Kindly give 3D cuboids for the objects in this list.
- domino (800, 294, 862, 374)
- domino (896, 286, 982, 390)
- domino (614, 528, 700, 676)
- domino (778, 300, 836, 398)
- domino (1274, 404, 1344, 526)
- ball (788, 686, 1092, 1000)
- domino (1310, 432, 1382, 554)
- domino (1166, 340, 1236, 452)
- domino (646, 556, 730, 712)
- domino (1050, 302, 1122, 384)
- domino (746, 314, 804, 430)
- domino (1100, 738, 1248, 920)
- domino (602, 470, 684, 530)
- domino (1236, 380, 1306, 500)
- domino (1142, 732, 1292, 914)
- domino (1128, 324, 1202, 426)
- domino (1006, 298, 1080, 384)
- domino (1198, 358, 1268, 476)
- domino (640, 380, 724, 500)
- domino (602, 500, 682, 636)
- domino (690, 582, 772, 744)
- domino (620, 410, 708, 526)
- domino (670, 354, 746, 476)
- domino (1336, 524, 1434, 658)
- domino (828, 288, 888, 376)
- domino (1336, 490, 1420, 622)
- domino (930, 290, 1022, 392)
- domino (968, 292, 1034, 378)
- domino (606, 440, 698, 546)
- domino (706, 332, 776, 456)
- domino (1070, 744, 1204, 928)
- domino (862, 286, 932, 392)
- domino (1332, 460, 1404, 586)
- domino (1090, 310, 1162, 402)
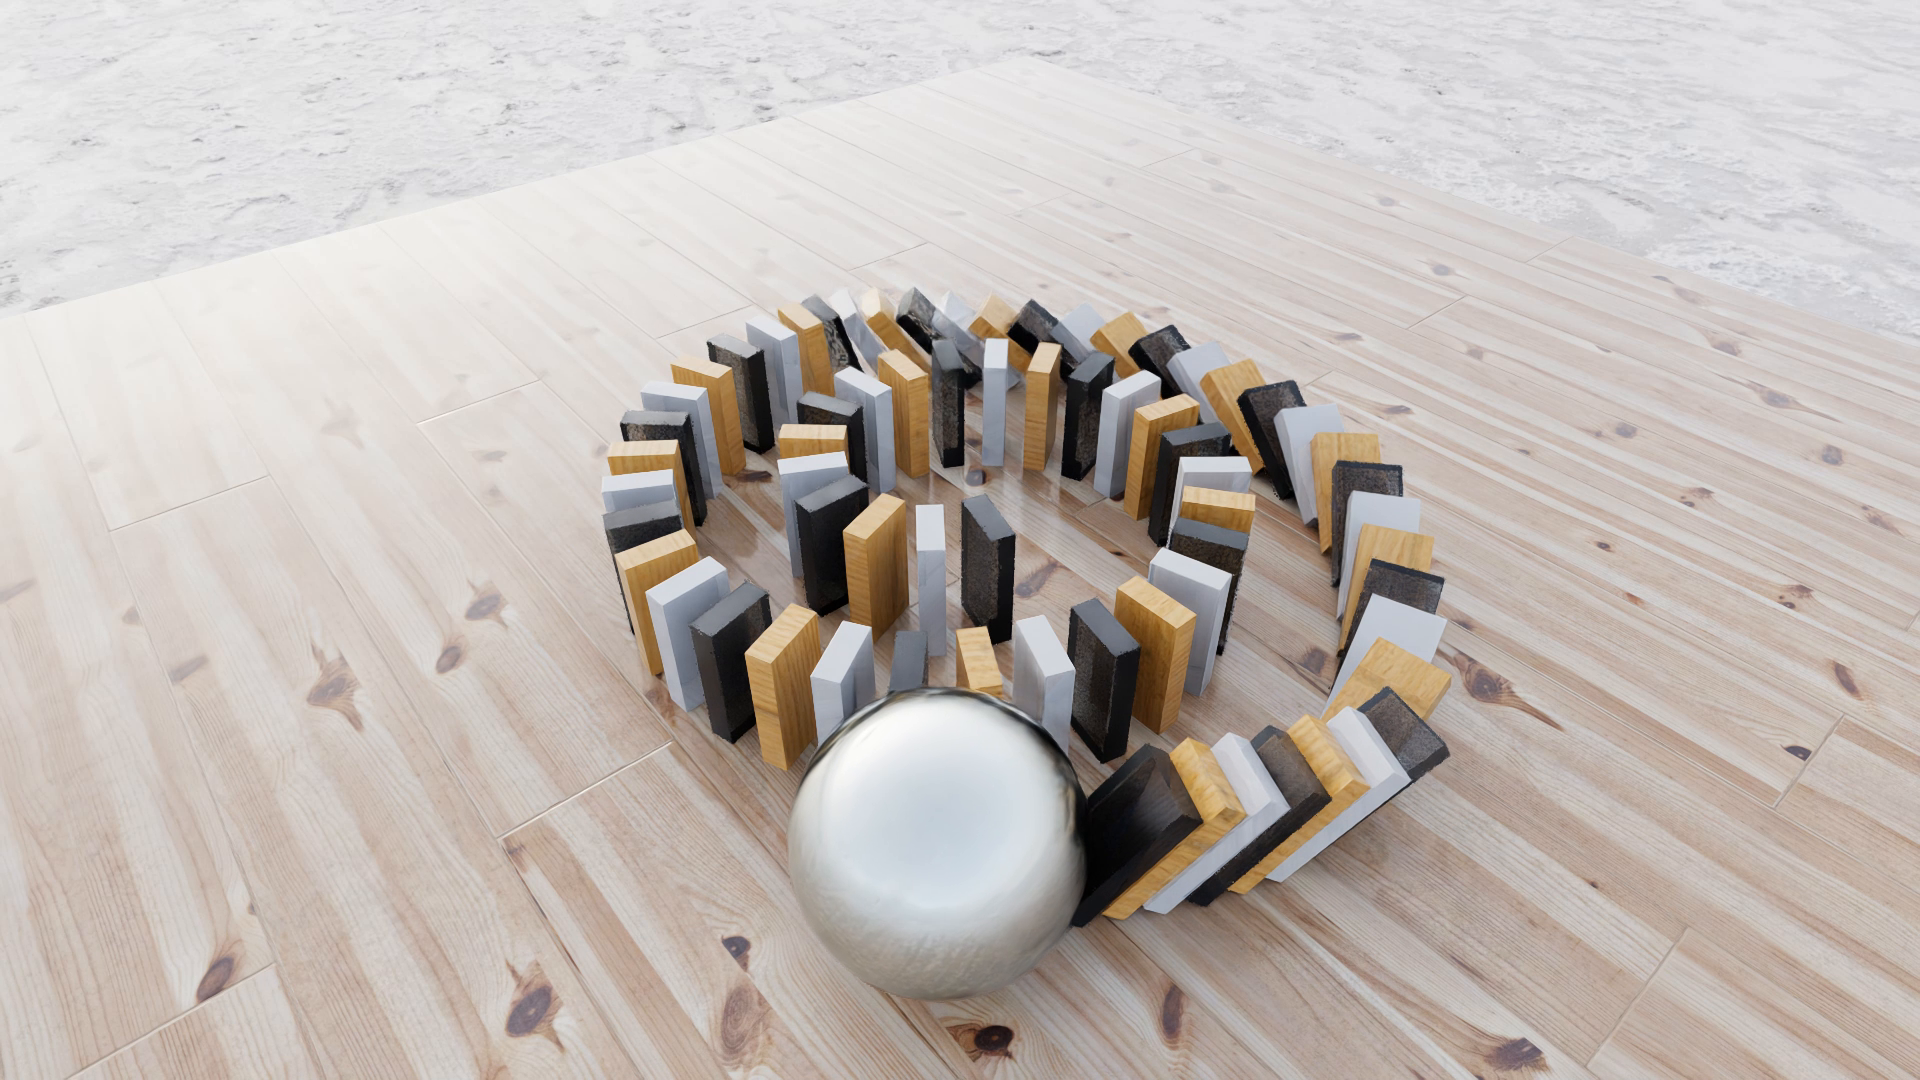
[{"bbox_3d":[-0.058,-0.089,0.520,0.009,0.050,0.025,-33,47,-11],"label":"domino"},{"bbox_3d":[-0.009,-0.098,0.537,0.010,0.050,0.025,-35,29,28],"label":"domino"},{"bbox_3d":[-0.102,0.022,0.384,0.025,0.050,0.010,-23,45,-25],"label":"domino"},{"bbox_3d":[-0.070,-0.083,0.512,0.010,0.050,0.025,-29,47,-22],"label":"domino"},{"bbox_3d":[0.152,-0.032,0.464,0.025,0.009,0.050,-7,70,-9],"label":"domino"},{"bbox_3d":[-0.005,0.079,0.292,0.080,0.080,0.080,0,39,0],"label":"ball"},{"bbox_3d":[0.159,-0.019,0.448,0.025,0.009,0.050,1,69,1],"label":"domino"},{"bbox_3d":[0.119,-0.066,0.505,0.025,0.009,0.050,-22,74,-24],"label":"domino"},{"bbox_3d":[-0.089,0.032,0.372,0.009,0.050,0.025,32,49,33],"label":"domino"},{"bbox_3d":[0.070,-0.090,0.534,0.050,0.010,0.025,46,51,2],"label":"domino"},{"bbox_3d":[-0.084,-0.075,0.503,0.025,0.050,0.009,32,49,33],"label":"domino"},{"bbox_3d":[0.056,0.083,0.315,0.009,0.050,0.025,26,26,-34],"label":"domino"},{"bbox_3d":[-0.117,-0.002,0.414,0.025,0.050,0.009,-7,40,-9],"label":"domino"},{"bbox_3d":[0.143,-0.044,0.479,0.025,0.009,0.050,-13,70,-15],"label":"domino"},{"bbox_3d":[0.068,0.082,0.316,0.009,0.050,0.025,27,25,-35],"label":"domino"},{"bbox_3d":[0.104,-0.076,0.517,0.025,0.010,0.050,-28,78,-30],"label":"domino"},{"bbox_3d":[0.048,-0.093,0.536,0.050,0.010,0.025,38,42,-9],"label":"domino"},{"bbox_3d":[0.131,-0.055,0.492,0.025,0.009,0.050,-19,73,-22],"label":"domino"},{"bbox_3d":[-0.116,-0.042,0.462,0.025,0.050,0.009,9,40,11],"label":"domino"},{"bbox_3d":[-0.111,0.010,0.399,0.025,0.050,0.010,-13,41,-15],"label":"domino"},{"bbox_3d":[-0.073,0.041,0.362,0.010,0.050,0.025,24,45,27],"label":"domino"},{"bbox_3d":[-0.120,-0.029,0.446,0.025,0.050,0.010,3,39,3],"label":"domino"},{"bbox_3d":[-0.109,-0.054,0.477,0.025,0.050,0.010,19,43,21],"label":"domino"},{"bbox_3d":[0.155,0.021,0.400,0.025,0.009,0.050,13,70,15],"label":"domino"},{"bbox_3d":[-0.044,-0.094,0.527,0.010,0.050,0.025,-32,42,5],"label":"domino"},{"bbox_3d":[0.158,0.007,0.416,0.025,0.010,0.050,9,69,10],"label":"domino"},{"bbox_3d":[0.009,-0.098,0.538,0.050,0.010,0.025,37,35,-21],"label":"domino"},{"bbox_3d":[0.029,-0.097,0.539,0.050,0.010,0.025,38,40,-13],"label":"domino"},{"bbox_3d":[-0.120,-0.015,0.430,0.025,0.050,0.009,-2,39,-3],"label":"domino"},{"bbox_3d":[-0.097,-0.065,0.491,0.025,0.050,0.009,26,46,28],"label":"domino"},{"bbox_3d":[0.044,0.084,0.313,0.010,0.050,0.025,26,26,-34],"label":"domino"},{"bbox_3d":[-0.028,-0.097,0.533,0.009,0.050,0.025,-33,37,16],"label":"domino"},{"bbox_3d":[0.160,-0.006,0.432,0.025,0.009,0.050,5,69,6],"label":"domino"},{"bbox_3d":[0.088,-0.084,0.526,0.025,0.010,0.050,-34,82,-34],"label":"domino"}]
